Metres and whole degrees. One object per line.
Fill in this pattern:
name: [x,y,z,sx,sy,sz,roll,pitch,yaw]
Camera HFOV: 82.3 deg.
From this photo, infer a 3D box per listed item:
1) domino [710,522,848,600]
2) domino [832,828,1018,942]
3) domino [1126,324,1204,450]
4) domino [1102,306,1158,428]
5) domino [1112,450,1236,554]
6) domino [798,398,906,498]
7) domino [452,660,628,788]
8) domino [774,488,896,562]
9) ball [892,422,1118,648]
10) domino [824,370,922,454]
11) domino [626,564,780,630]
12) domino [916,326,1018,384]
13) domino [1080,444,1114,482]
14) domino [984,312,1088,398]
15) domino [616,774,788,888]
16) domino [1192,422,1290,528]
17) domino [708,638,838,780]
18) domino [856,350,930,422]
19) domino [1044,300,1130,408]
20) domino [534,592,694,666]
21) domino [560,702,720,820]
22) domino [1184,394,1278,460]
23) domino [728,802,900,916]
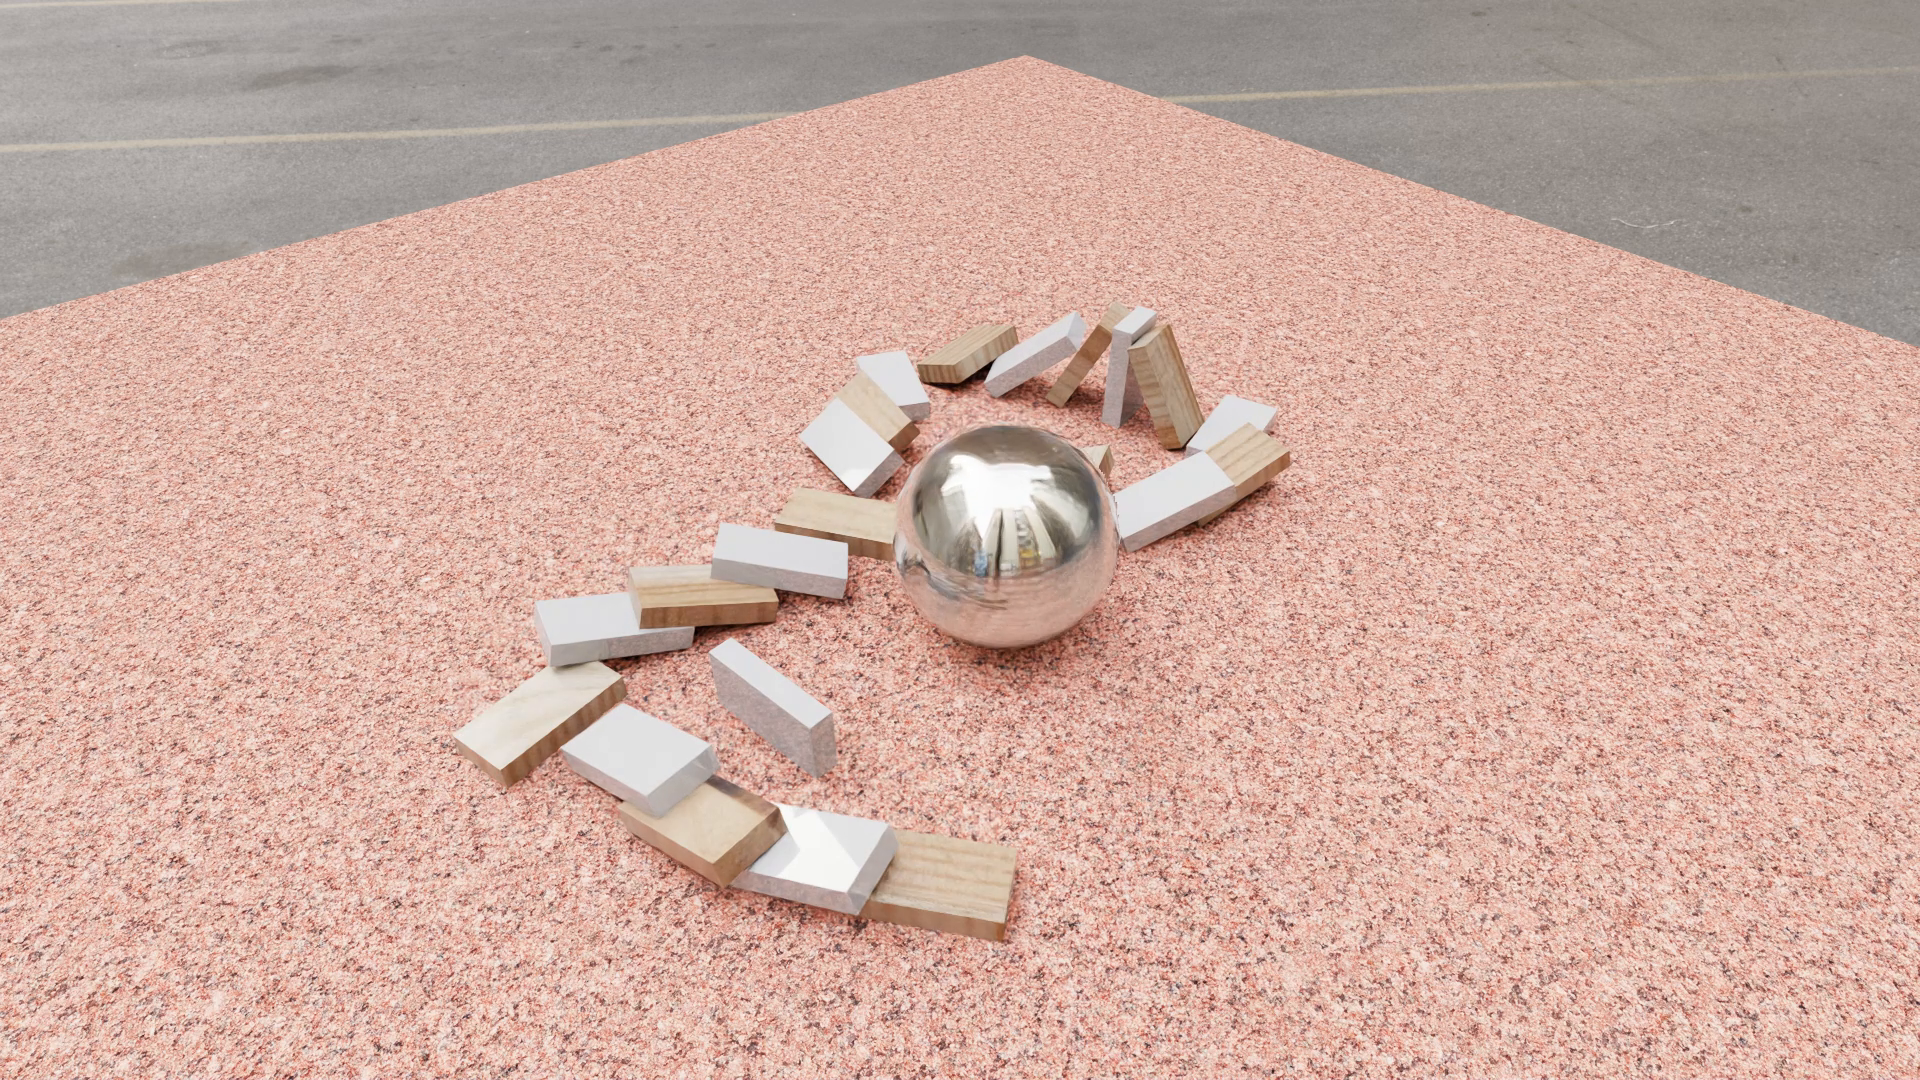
domino: [-0.069,0.008,0.422,0.050,0.010,0.025,10,31,-11]
domino: [-0.010,0.100,0.322,0.050,0.009,0.025,7,40,8]
domino: [0.093,-0.069,0.497,0.010,0.050,0.025,-4,29,43]
domino: [0.078,-0.079,0.508,0.009,0.050,0.025,24,45,24]
domino: [0.085,-0.016,0.451,0.050,0.009,0.025,-26,43,-3]
domino: [-0.048,-0.040,0.483,0.025,0.009,0.050,-46,50,-1]
domino: [-0.141,0.059,0.372,0.025,0.010,0.050,24,45,27]
domino: [-0.048,-0.007,0.452,0.050,0.010,0.025,10,40,12]
ball: [0.016,-0.002,0.390,0.080,0.080,0.080,0,39,0]
domino: [-0.040,-0.055,0.501,0.025,0.010,0.050,-43,47,2]
domino: [-0.095,0.020,0.408,0.050,0.010,0.025,-1,35,-28]
domino: [0.004,-0.094,0.552,0.025,0.010,0.050,9,36,41]
domino: [0.046,-0.021,0.463,0.025,0.009,0.050,-5,34,29]
domino: [0.036,-0.089,0.529,0.050,0.009,0.025,-26,26,34]
domino: [-0.078,0.084,0.330,0.050,0.009,0.025,12,38,41]
domino: [0.112,-0.028,0.467,0.050,0.010,0.025,-33,48,-12]
domino: [-0.062,0.055,0.364,0.050,0.025,0.010,30,48,31]
domino: [-0.033,-0.074,0.534,0.025,0.010,0.050,-10,40,-12]
domino: [0.060,-0.087,0.519,0.009,0.050,0.025,36,45,-1]
domino: [-0.124,0.031,0.395,0.050,0.009,0.025,-5,37,-33]
domino: [-0.102,0.069,0.348,0.050,0.009,0.025,12,38,41]
domino: [0.124,-0.048,0.502,0.025,0.009,0.050,21,44,23]
domino: [-0.046,0.091,0.320,0.050,0.009,0.025,1,35,30]
